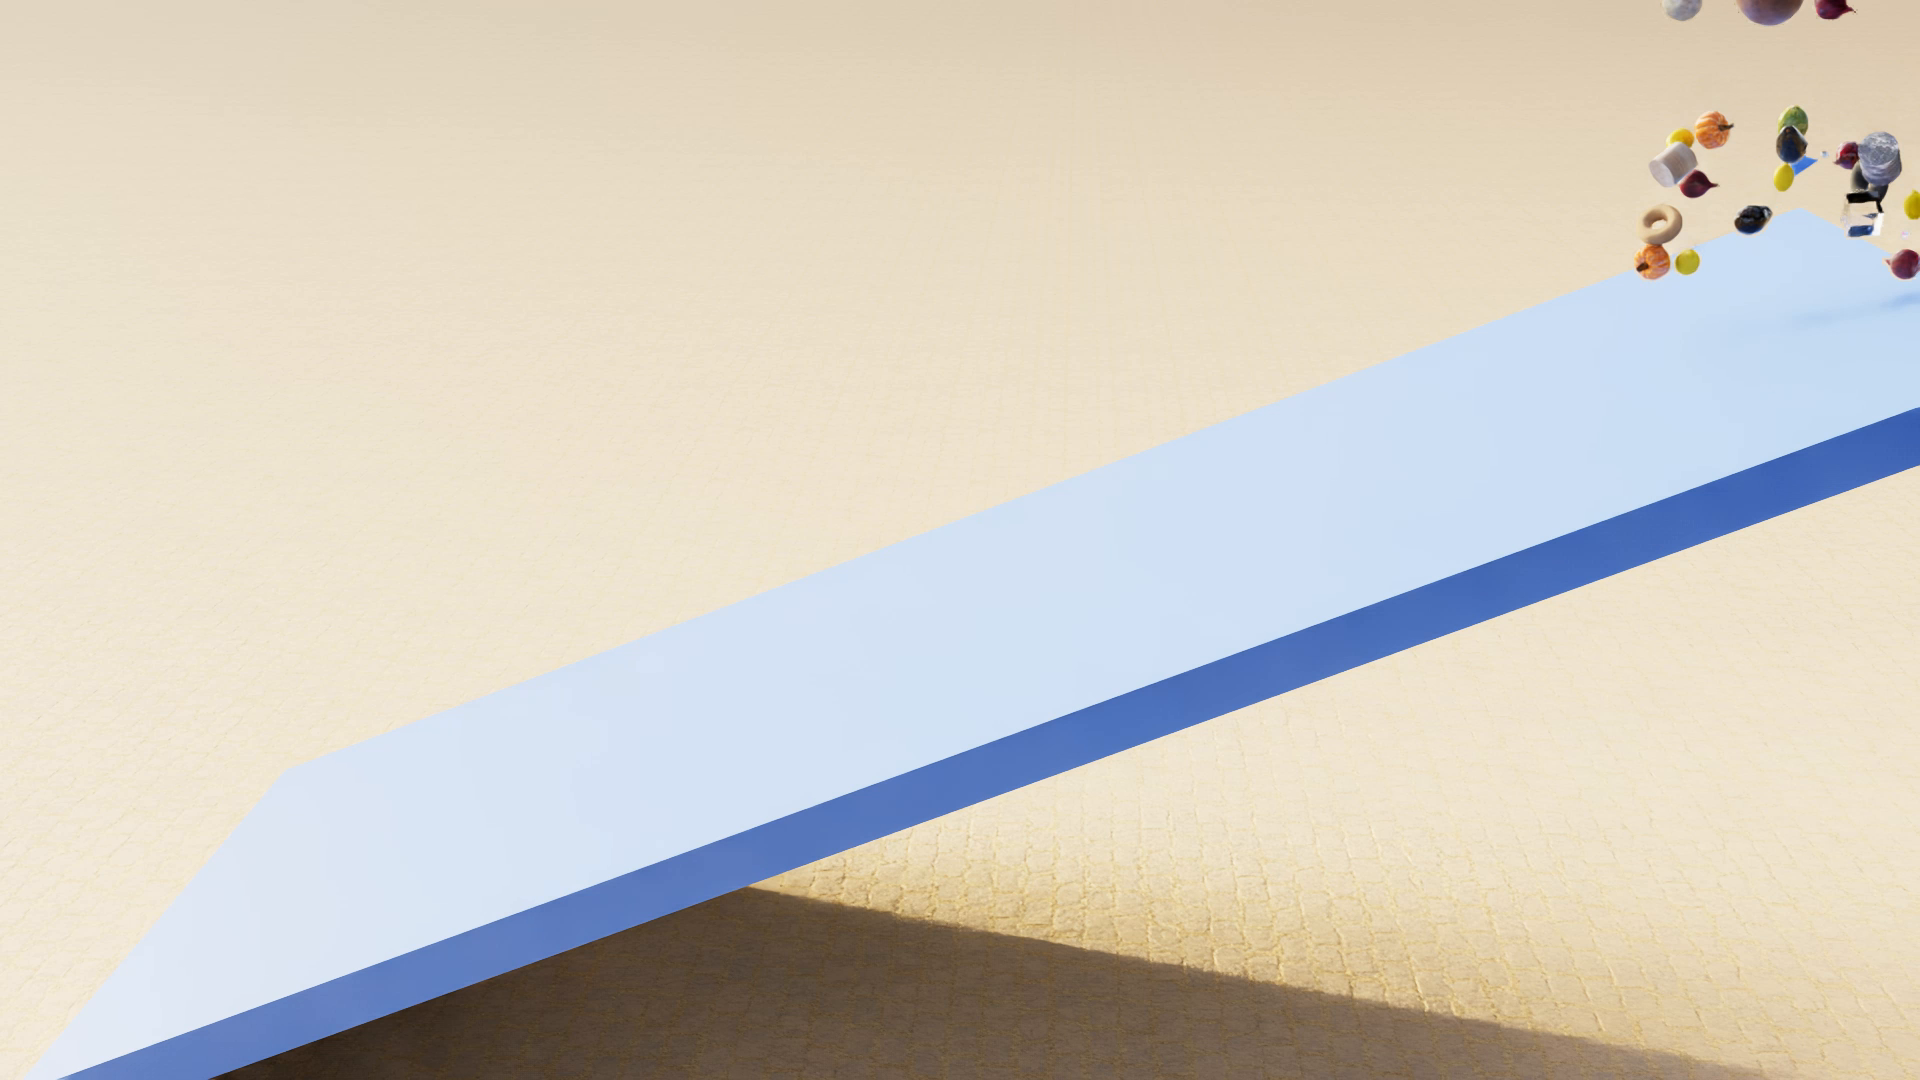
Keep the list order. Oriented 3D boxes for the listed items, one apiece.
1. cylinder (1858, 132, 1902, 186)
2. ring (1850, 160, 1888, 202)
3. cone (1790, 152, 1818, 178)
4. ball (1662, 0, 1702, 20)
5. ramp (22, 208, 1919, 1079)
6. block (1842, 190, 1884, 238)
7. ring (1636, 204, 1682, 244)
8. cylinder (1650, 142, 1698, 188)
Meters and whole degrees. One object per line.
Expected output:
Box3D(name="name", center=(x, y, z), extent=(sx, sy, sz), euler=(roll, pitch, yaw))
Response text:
Box3D(name="cylinder", center=(1.823, -0.755, 5.827), extent=(0.077, 0.077, 0.077), euler=(7, -21, 25))
Box3D(name="ring", center=(1.851, -0.731, 5.987), extent=(0.036, 0.108, 0.108), euler=(-1, 13, -17))
Box3D(name="cone", center=(1.702, -0.761, 5.922), extent=(0.054, 0.054, 0.054), euler=(-7, 11, 19))
Box3D(name="ball", center=(1.484, -1.107, 6.039), extent=(0.081, 0.081, 0.081), euler=(0, 13, 0))
Box3D(name="ramp", center=(0.121, 0.175, 6.293), extent=(4.000, 0.100, 2.000), euler=(-20, 12, 7))
Box3D(name="block", center=(1.753, -0.633, 5.714), extent=(0.060, 0.060, 0.060), euler=(-4, 52, 5))
Box3D(name="ring", center=(1.457, -0.657, 6.128), extent=(0.098, 0.098, 0.033), euler=(9, -28, 33))
Box3D(name="cylinder", center=(1.445, -0.761, 5.960), extent=(0.068, 0.068, 0.068), euler=(-38, 26, -15))
